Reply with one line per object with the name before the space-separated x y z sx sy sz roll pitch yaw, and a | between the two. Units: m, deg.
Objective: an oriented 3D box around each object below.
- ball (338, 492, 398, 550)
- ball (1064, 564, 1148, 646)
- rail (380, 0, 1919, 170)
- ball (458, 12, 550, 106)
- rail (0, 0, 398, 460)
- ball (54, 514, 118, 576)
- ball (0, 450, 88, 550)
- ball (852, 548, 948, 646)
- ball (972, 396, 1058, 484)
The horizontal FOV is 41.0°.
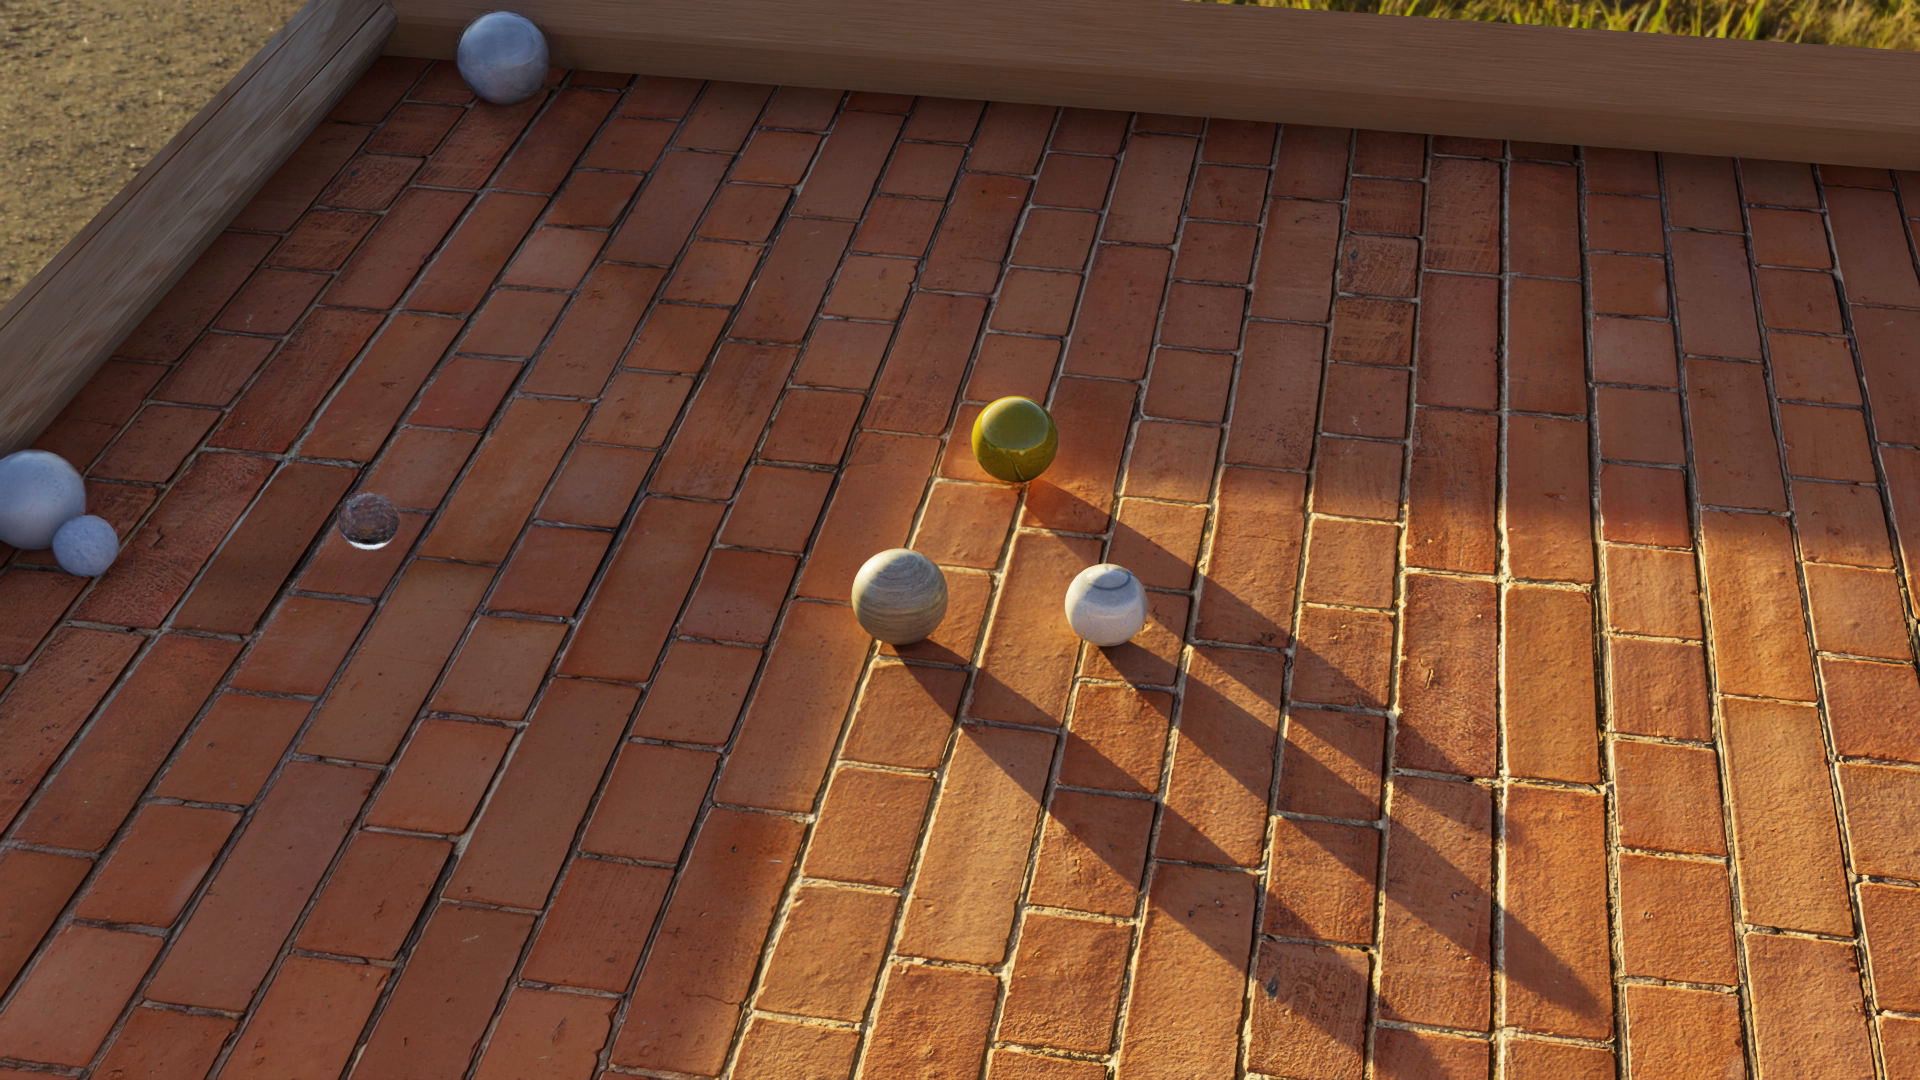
ball | -0.466 -0.015 2.023 0.046 0.046 0.046 0 34 0
ball | 0.109 0.049 1.915 0.062 0.062 0.062 0 34 0
rail | 0.942 -0.415 2.537 3.221 0.125 0.045 6 35 8
ball | -0.480 -0.506 2.698 0.096 0.096 0.096 0 34 0
rail | -0.769 -0.104 2.082 0.045 0.125 1.737 6 35 8
ball | -0.679 0.004 1.993 0.048 0.048 0.048 0 34 0
ball | -0.729 -0.032 2.018 0.079 0.079 0.079 0 34 0
ball | -0.045 0.042 1.915 0.072 0.072 0.072 0 34 0
ball | 0.045 -0.082 2.099 0.071 0.071 0.071 0 34 0
